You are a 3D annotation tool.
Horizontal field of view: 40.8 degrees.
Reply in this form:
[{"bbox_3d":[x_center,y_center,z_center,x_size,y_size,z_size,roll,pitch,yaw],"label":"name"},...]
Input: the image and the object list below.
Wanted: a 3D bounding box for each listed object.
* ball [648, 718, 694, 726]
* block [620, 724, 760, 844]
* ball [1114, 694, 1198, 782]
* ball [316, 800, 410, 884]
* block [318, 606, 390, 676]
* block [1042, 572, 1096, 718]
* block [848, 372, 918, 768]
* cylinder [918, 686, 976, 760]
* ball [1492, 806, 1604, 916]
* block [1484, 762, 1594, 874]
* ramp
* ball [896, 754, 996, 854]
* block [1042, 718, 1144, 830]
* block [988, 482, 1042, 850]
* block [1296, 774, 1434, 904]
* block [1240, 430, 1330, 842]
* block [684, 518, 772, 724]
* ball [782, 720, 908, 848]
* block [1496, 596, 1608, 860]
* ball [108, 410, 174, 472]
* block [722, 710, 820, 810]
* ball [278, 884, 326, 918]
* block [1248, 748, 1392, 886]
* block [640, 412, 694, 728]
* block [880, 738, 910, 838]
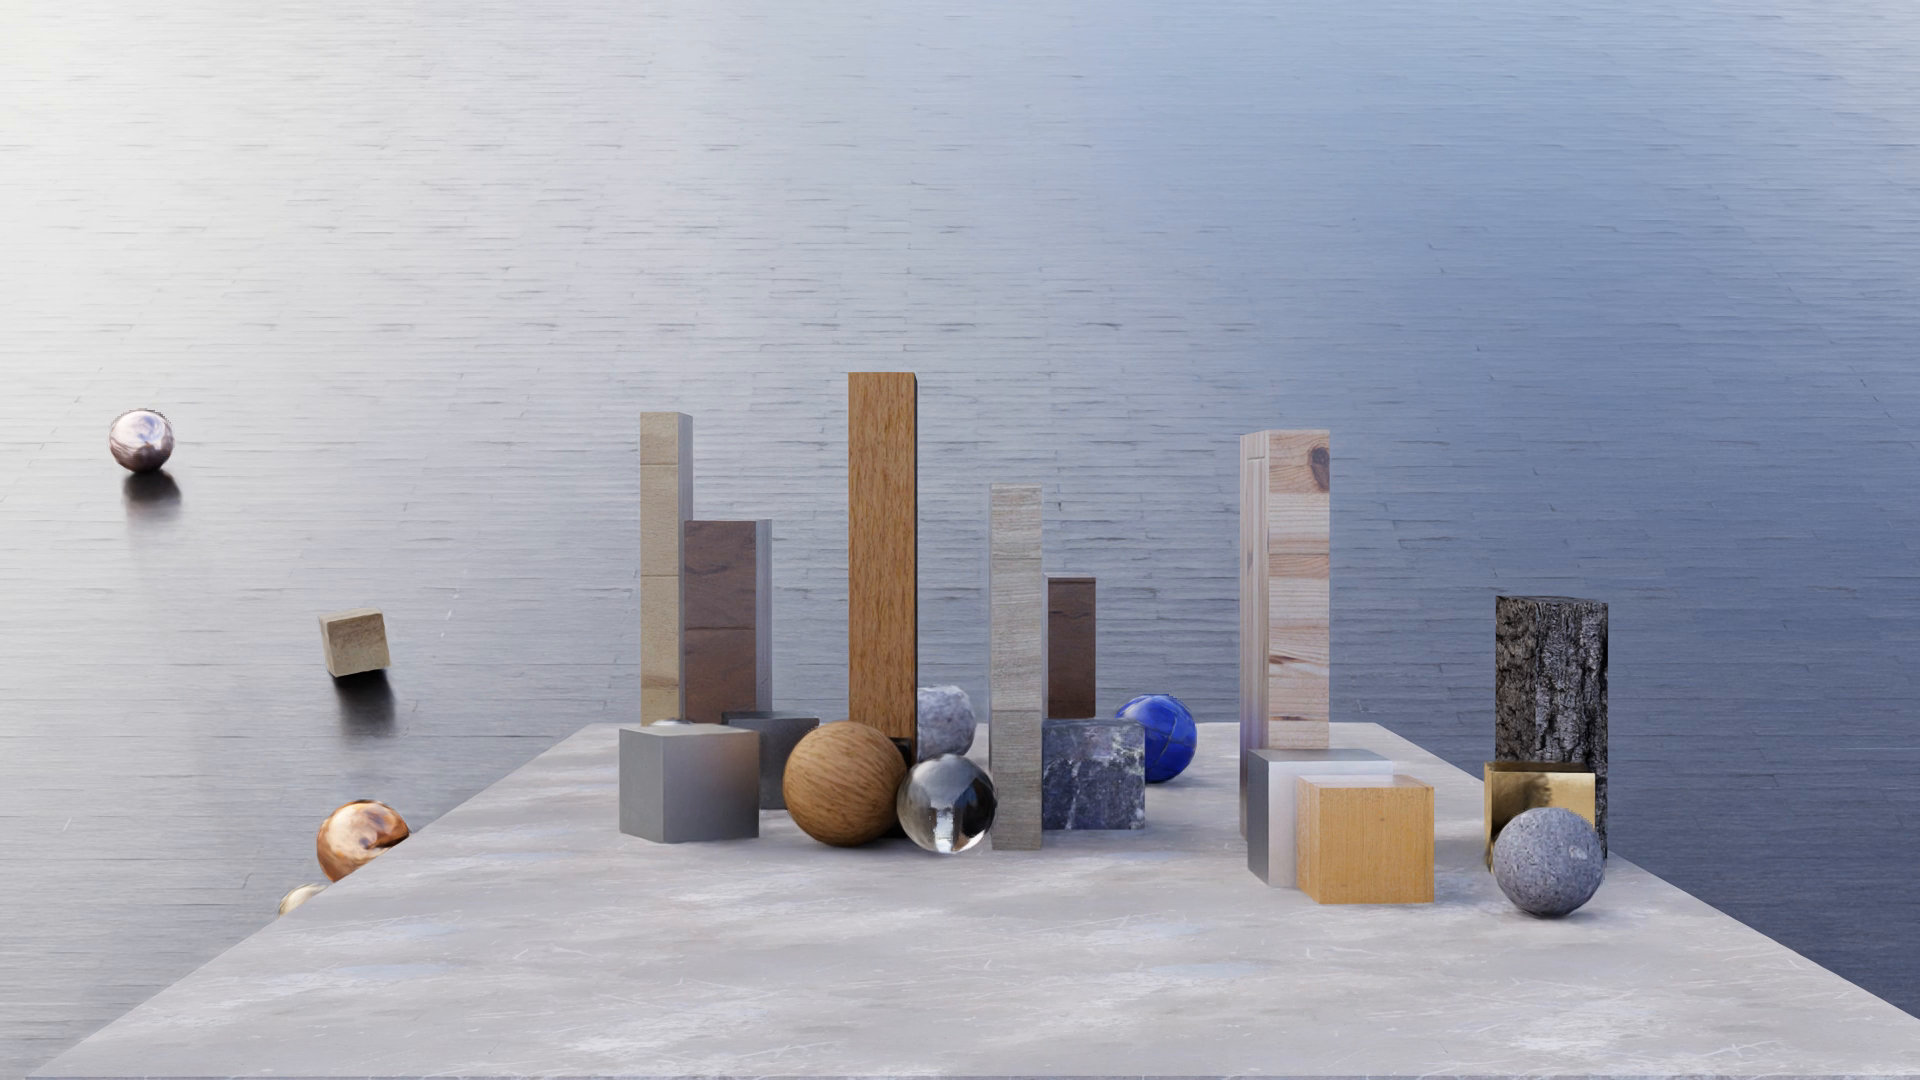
[{"bbox_3d":[-0.530,0.414,4.765,0.170,0.170,0.170,0,27,0],"label":"ball"},{"bbox_3d":[-0.465,0.415,4.427,0.180,0.180,0.180,-1,1,-31],"label":"block"},{"bbox_3d":[0.391,0.402,5.220,0.178,0.178,0.178,0,27,0],"label":"ball"},{"bbox_3d":[-1.321,0.680,5.725,0.208,0.208,0.208,0,27,0],"label":"ball"},{"bbox_3d":[-1.631,0.273,6.955,0.149,0.149,0.149,-11,9,-20],"label":"block"},{"bbox_3d":[0.234,0.280,5.586,0.100,0.409,0.344,0,1,0],"label":"block"},{"bbox_3d":[-0.138,0.101,4.716,0.115,0.797,0.378,0,1,0],"label":"block"},{"bbox_3d":[-0.077,0.402,5.652,0.160,0.160,0.160,-1,22,-39],"label":"cylinder"},{"bbox_3d":[0.813,0.444,3.569,0.150,0.150,0.150,0,27,0],"label":"ball"},{"bbox_3d":[0.904,0.433,4.036,0.156,0.156,0.156,0,1,8],"label":"block"},{"bbox_3d":[0.061,0.552,4.589,2.000,0.100,4.000,0,1,0],"label":"ramp"},{"bbox_3d":[-0.022,0.428,4.193,0.162,0.162,0.162,0,27,0],"label":"ball"},{"bbox_3d":[0.230,0.413,4.585,0.177,0.177,0.177,0,1,-2],"label":"block"},{"bbox_3d":[0.093,0.204,4.436,0.081,0.602,0.432,0,1,0],"label":"block"},{"bbox_3d":[0.588,0.434,3.758,0.165,0.165,0.165,0,1,-3],"label":"block"},{"bbox_3d":[0.528,0.166,4.229,0.094,0.683,0.414,0,1,0],"label":"block"},{"bbox_3d":[-0.459,0.226,5.152,0.137,0.533,0.432,0,1,0],"label":"block"},{"bbox_3d":[-0.188,0.403,4.272,0.209,0.209,0.209,0,27,0],"label":"ball"},{"bbox_3d":[0.974,0.302,4.264,0.115,0.409,0.306,0,1,0],"label":"block"},{"bbox_3d":[-2.563,-0.309,8.086,0.197,0.197,0.197,0,27,0],"label":"ball"},{"bbox_3d":[-0.358,0.413,4.859,0.168,0.168,0.168,0,1,-10],"label":"block"},{"bbox_3d":[-1.476,0.855,5.867,0.145,0.145,0.145,0,27,0],"label":"ball"},{"bbox_3d":[0.546,0.420,3.932,0.186,0.186,0.186,0,1,-3],"label":"block"},{"bbox_3d":[-0.674,0.094,5.954,0.084,0.768,0.328,0,1,0],"label":"block"},{"bbox_3d":[-0.165,0.426,4.455,0.156,0.156,0.156,0,1,0],"label":"block"}]
